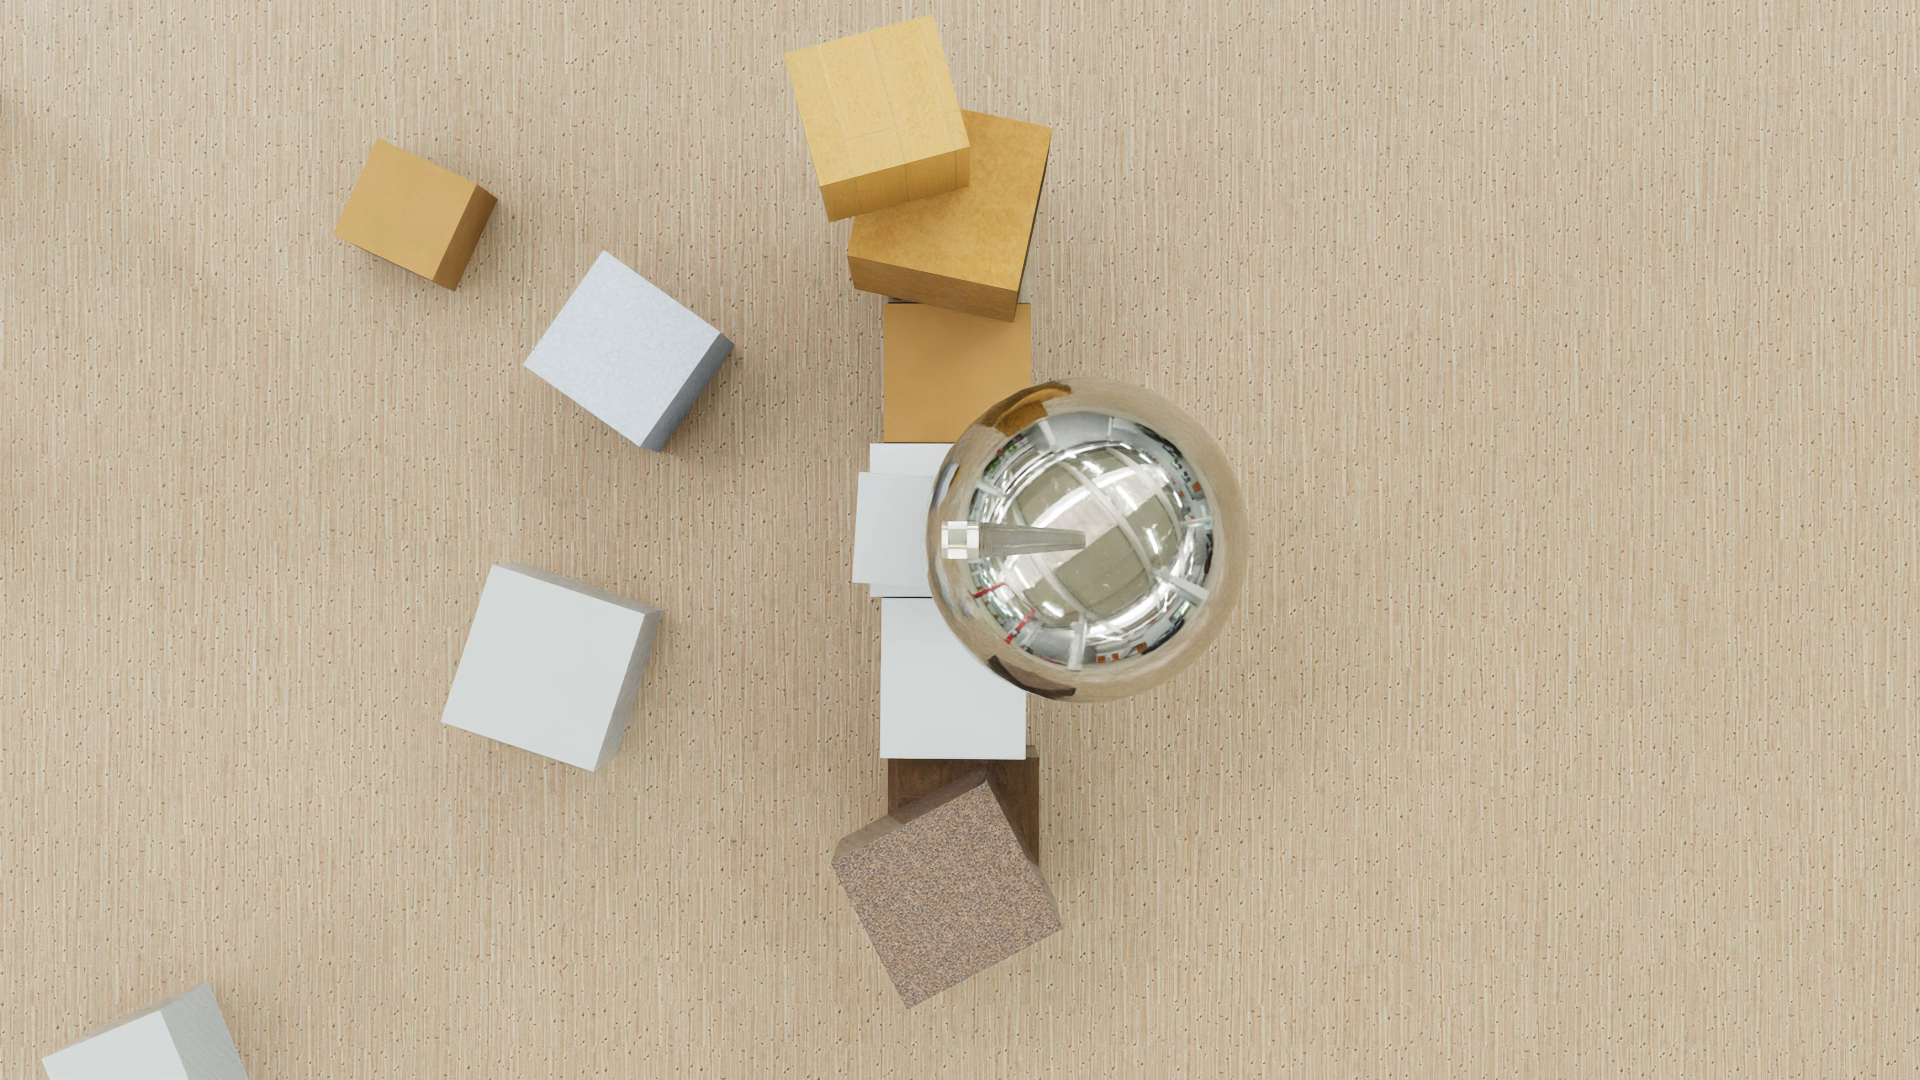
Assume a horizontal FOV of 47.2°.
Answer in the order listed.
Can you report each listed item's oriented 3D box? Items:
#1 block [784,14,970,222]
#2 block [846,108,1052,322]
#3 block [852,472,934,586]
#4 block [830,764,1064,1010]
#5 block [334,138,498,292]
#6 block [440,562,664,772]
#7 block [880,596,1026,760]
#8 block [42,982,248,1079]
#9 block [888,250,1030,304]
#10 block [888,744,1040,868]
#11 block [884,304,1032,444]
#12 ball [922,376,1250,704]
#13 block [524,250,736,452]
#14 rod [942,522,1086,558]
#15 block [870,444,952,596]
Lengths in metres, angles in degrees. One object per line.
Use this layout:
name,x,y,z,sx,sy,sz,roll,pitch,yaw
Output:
block,-0.400,-2.082,10.940,0.745,0.747,0.675,-15,85,-1
block,-0.052,-1.752,11.716,0.894,0.858,0.872,12,85,1
block,-0.203,-0.046,11.736,0.677,0.688,0.573,3,90,0
block,-0.067,1.835,11.799,0.911,0.920,0.853,-27,90,0
block,-3.140,-1.871,12.719,0.619,0.563,0.604,25,90,0
block,-2.317,0.711,12.605,0.893,0.789,0.919,18,90,0
block,-0.036,0.761,12.537,0.797,0.926,0.879,1,90,0
block,-4.636,3.078,12.607,0.712,0.787,0.719,-22,90,0
block,-0.005,-1.725,12.591,0.793,0.819,0.821,0,90,0
block,0.019,1.670,12.630,0.844,0.741,0.918,0,90,0
block,-0.014,-0.920,12.553,0.809,0.894,0.764,0,90,0
ball,0.611,0.000,10.749,1.600,1.600,1.600,0,90,0
block,-1.876,-1.063,12.596,0.791,0.809,0.777,35,90,0
rod,0.265,0.000,7.367,0.080,5.200,0.080,0,90,6
block,-0.036,-0.109,12.540,0.915,0.920,0.841,0,90,0
